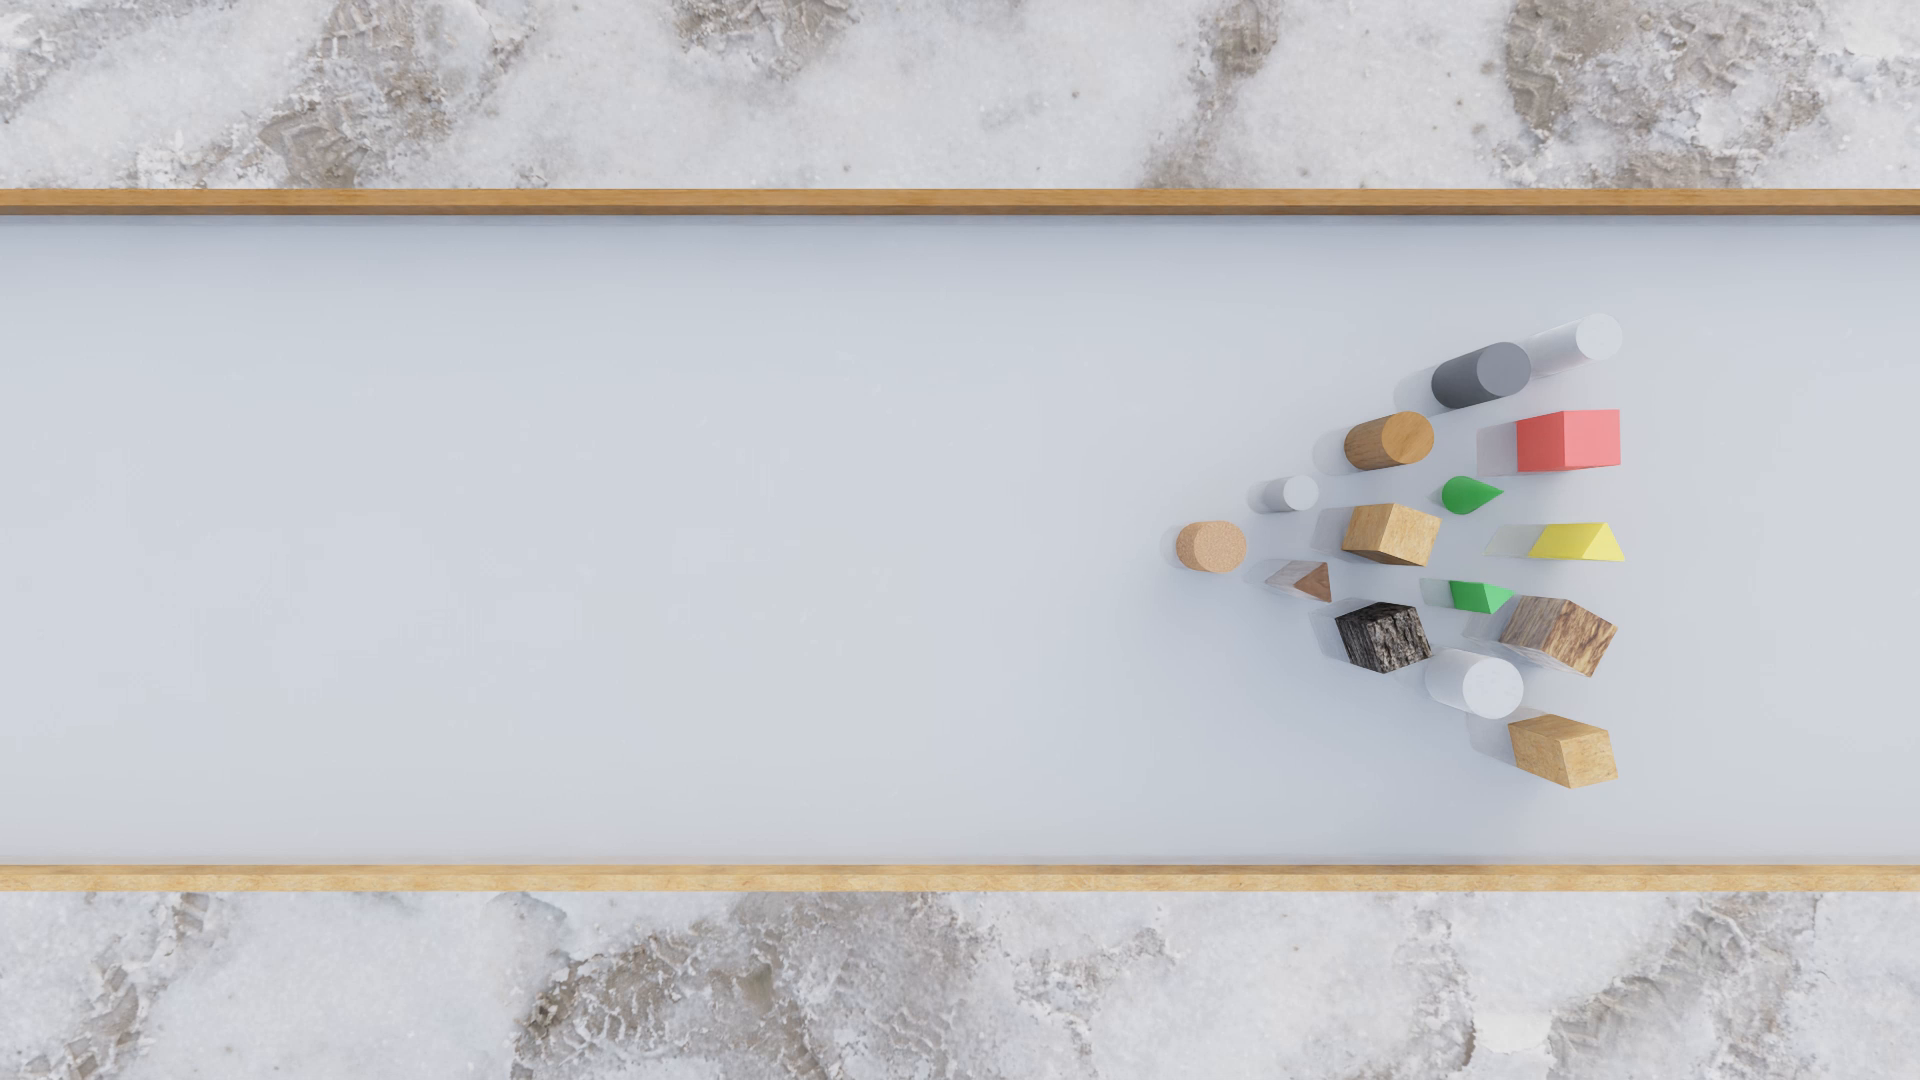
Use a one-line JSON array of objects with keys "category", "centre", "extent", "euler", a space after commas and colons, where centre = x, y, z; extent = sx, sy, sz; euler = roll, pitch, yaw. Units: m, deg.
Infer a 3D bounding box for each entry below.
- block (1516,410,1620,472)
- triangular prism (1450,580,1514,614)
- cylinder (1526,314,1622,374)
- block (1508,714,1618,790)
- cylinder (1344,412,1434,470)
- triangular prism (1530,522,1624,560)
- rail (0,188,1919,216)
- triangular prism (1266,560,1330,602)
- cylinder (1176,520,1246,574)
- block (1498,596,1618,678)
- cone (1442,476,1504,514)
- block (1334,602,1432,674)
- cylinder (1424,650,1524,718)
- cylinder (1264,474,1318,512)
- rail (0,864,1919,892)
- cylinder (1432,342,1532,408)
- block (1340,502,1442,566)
[{"category": "block", "centre": [1.794, -0.290, 4.878], "extent": [0.158, 0.397, 0.158], "euler": [-2, 90, 0]}, {"category": "triangular prism", "centre": [1.534, 0.153, 4.909], "extent": [0.091, 0.335, 0.078], "euler": [-45, 90, 0]}, {"category": "cylinder", "centre": [1.806, -0.574, 4.869], "extent": [0.133, 0.416, 0.133], "euler": [0, 90, 0]}, {"category": "block", "centre": [1.768, 0.617, 4.854], "extent": [0.138, 0.444, 0.138], "euler": [-13, 90, 0]}, {"category": "cylinder", "centre": [1.256, -0.288, 4.851], "extent": [0.148, 0.452, 0.148], "euler": [0, 90, 0]}, {"category": "triangular prism", "centre": [1.812, 0.002, 4.855], "extent": [0.119, 0.442, 0.103], "euler": [4, 90, 0]}, {"category": "rail", "centre": [-2.247, -1.025, 5.002], "extent": [12.000, 0.150, 0.050], "euler": [0, 90, 0]}, {"category": "triangular prism", "centre": [1.008, 0.108, 4.851], "extent": [0.113, 0.450, 0.098], "euler": [23, 90, 0]}, {"category": "cylinder", "centre": [0.739, 0.020, 4.880], "extent": [0.150, 0.392, 0.150], "euler": [0, 90, 0]}, {"category": "block", "centre": [1.766, 0.281, 4.889], "extent": [0.164, 0.375, 0.164], "euler": [29, 90, 0]}, {"category": "cone", "centre": [1.544, -0.138, 4.874], "extent": [0.120, 0.404, 0.120], "euler": [0, 90, 0]}, {"category": "block", "centre": [1.247, 0.285, 4.878], "extent": [0.149, 0.396, 0.149], "euler": [-20, 90, 0]}, {"category": "cylinder", "centre": [1.517, 0.422, 4.884], "extent": [0.174, 0.384, 0.174], "euler": [0, 90, 0]}, {"category": "cylinder", "centre": [0.986, -0.137, 4.922], "extent": [0.103, 0.308, 0.103], "euler": [0, 90, 0]}, {"category": "rail", "centre": [-2.247, 1.025, 5.001], "extent": [12.000, 0.150, 0.050], "euler": [0, 90, 0]}, {"category": "cylinder", "centre": [1.527, -0.480, 4.853], "extent": [0.153, 0.446, 0.153], "euler": [0, 90, 0]}, {"category": "block", "centre": [1.261, -0.015, 4.848], "extent": [0.141, 0.457, 0.141], "euler": [19, 90, 0]}]
